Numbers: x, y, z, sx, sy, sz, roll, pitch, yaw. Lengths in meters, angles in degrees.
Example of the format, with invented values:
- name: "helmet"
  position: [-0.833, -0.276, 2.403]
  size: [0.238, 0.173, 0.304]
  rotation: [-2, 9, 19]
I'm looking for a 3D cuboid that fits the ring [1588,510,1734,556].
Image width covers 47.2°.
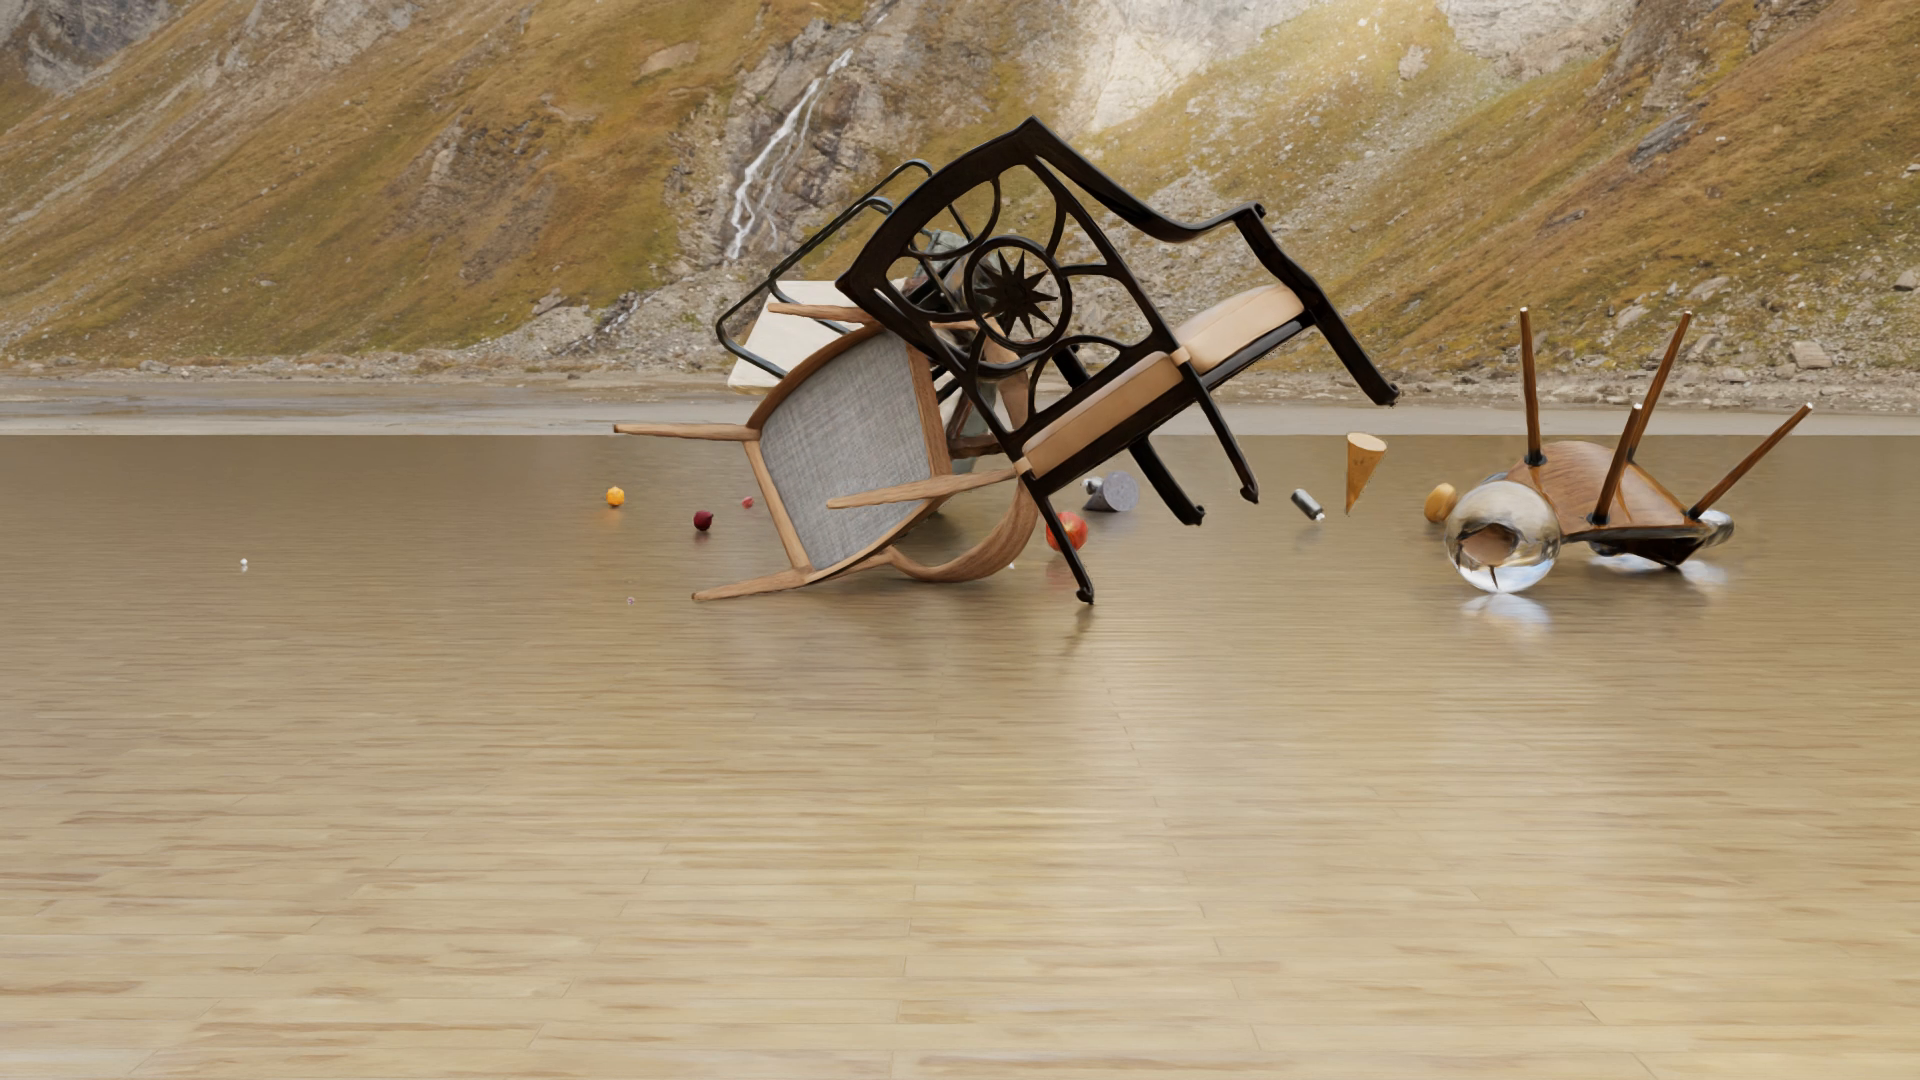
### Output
- name: "ring"
  position: [1.864, -0.018, 5.857]
  size: [0.381, 0.101, 0.299]
  rotation: [-6, -3, 27]

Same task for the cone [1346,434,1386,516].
- name: "cone"
  position: [0.892, -0.137, 4.942]
  size: [0.089, 0.182, 0.103]
  rotation: [9, 23, -6]

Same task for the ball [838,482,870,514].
- name: "ball"
  position: [-0.379, -0.151, 7.880]
  size: [0.118, 0.118, 0.118]
  rotation: [0, 4, 0]

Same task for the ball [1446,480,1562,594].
- name: "ball"
  position: [1.193, -0.006, 4.828]
  size: [0.248, 0.248, 0.248]
  rotation: [0, 4, 0]

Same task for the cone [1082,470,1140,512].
- name: "cone"
  position: [0.524, -0.147, 8.141]
  size: [0.209, 0.155, 0.207]
  rotation: [-25, 1, 43]

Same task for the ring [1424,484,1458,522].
- name: "ring"
  position: [1.611, -0.122, 7.377]
  size: [0.111, 0.064, 0.200]
  rotation: [-28, -25, -14]
